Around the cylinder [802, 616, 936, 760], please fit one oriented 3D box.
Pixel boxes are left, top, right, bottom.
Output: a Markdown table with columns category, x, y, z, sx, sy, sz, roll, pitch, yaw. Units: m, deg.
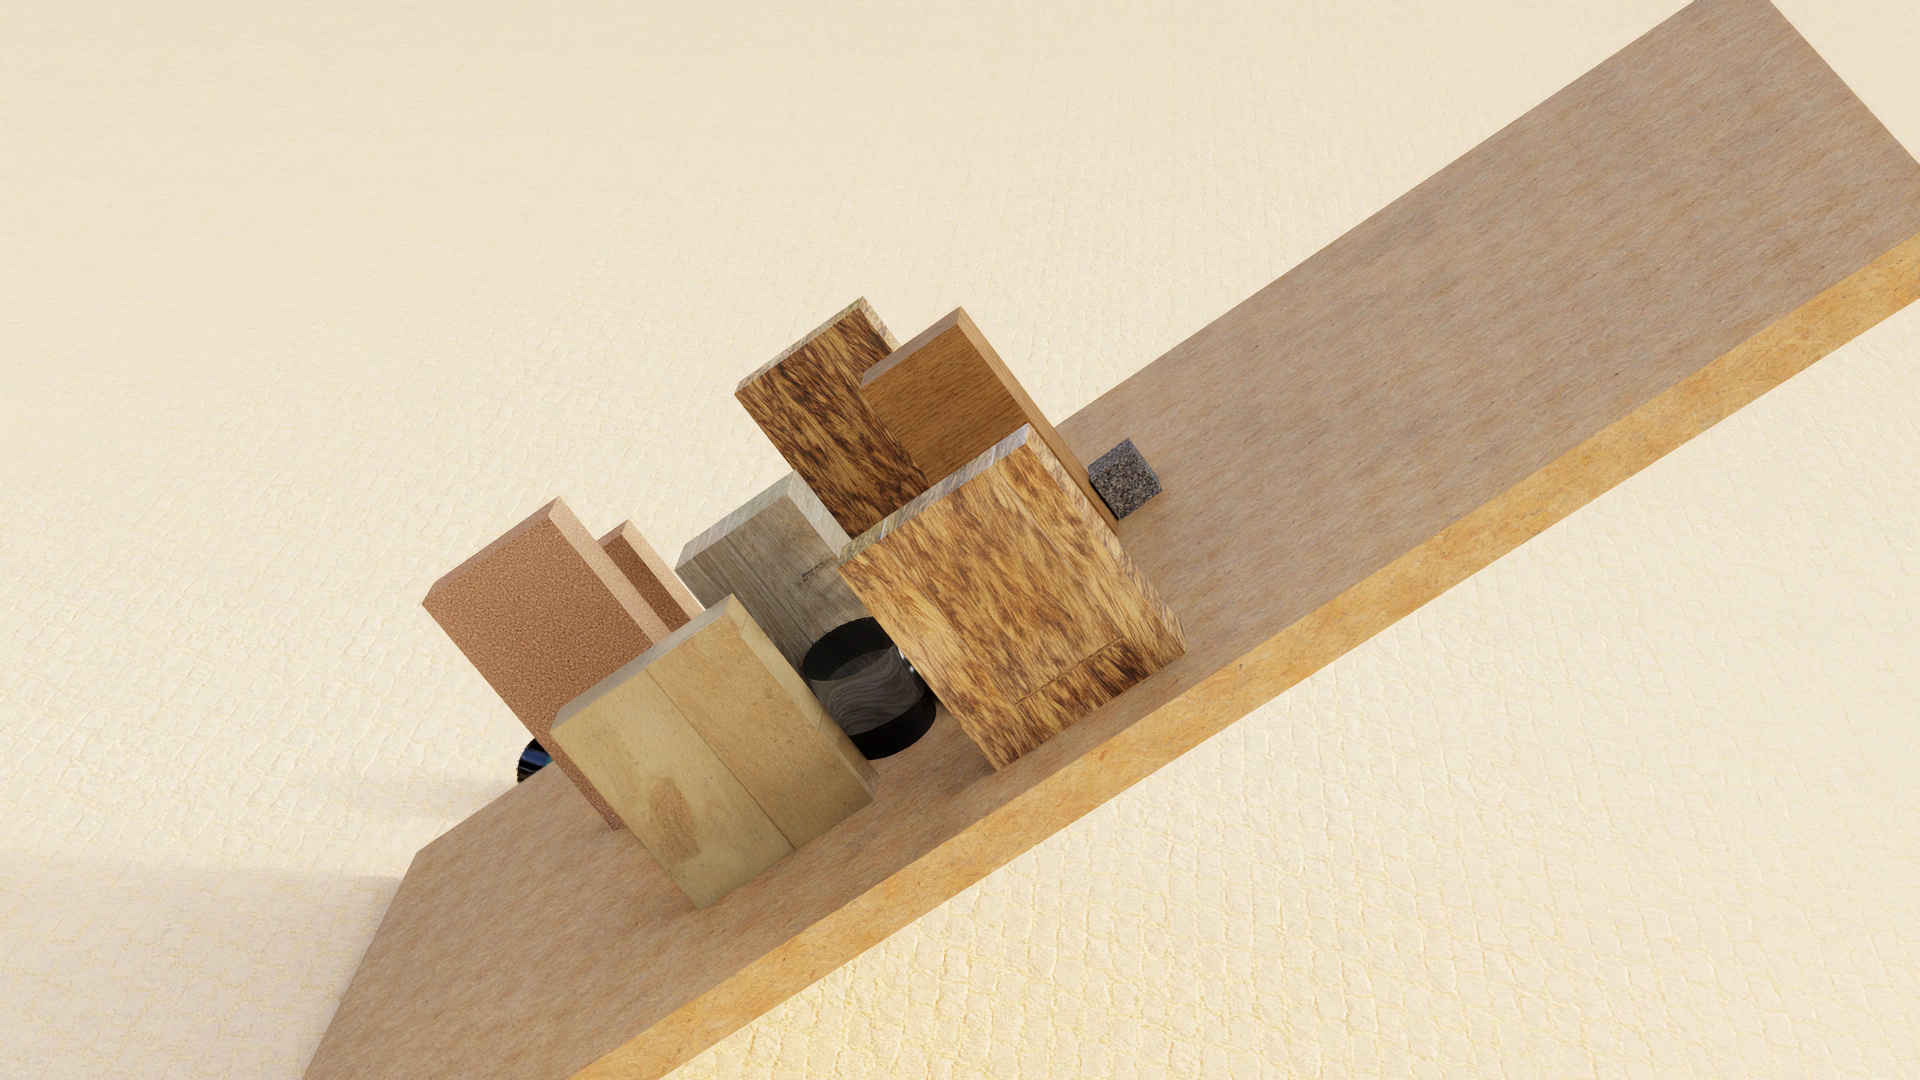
| category | x | y | z | sx | sy | sz | roll | pitch | yaw |
| --- | --- | --- | --- | --- | --- | --- | --- | --- | --- |
| cylinder | -0.182 | 0.300 | 5.942 | 0.207 | 0.207 | 0.207 | -19 | 29 | 11 |

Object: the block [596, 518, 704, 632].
| category | x | y | z | sx | sy | sz | roll | pitch | yaw |
| --- | --- | --- | --- | --- | --- | --- | --- | --- | --- |
| block | -0.823 | 0.212 | 7.345 | 0.312 | 0.431 | 0.104 | -33 | 16 | 16 |

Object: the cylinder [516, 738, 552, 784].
| category | x | y | z | sx | sy | sz | roll | pitch | yaw |
| --- | --- | --- | --- | --- | --- | --- | --- | --- | --- |
| cylinder | -1.092 | 0.652 | 8.153 | 0.193 | 0.193 | 0.193 | 15 | 26 | 32 |

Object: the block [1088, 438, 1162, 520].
| category | x | y | z | sx | sy | sz | roll | pitch | yaw |
| --- | --- | --- | --- | --- | --- | --- | --- | --- | --- |
| block | 0.353 | -0.132 | 6.311 | 0.109 | 0.109 | 0.109 | -35 | 16 | 9 |

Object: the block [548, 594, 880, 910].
| category | x | y | z | sx | sy | sz | roll | pitch | yaw |
| --- | --- | --- | --- | --- | --- | --- | --- | --- | --- |
| block | -0.488 | 0.428 | 5.875 | 0.445 | 0.486 | 0.112 | -33 | 16 | 16 |

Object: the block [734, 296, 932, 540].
| category | x | y | z | sx | sy | sz | roll | pitch | yaw |
| --- | --- | --- | --- | --- | --- | --- | --- | --- | --- |
| block | -0.171 | -0.191 | 6.649 | 0.353 | 0.641 | 0.088 | -33 | 16 | 16 |

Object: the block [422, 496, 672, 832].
| category | x | y | z | sx | sy | sz | roll | pitch | yaw |
| --- | --- | --- | --- | --- | --- | --- | --- | --- | --- |
| block | -0.849 | 0.286 | 6.694 | 0.372 | 0.695 | 0.124 | -33 | 16 | 16 |

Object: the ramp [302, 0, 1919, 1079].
| category | x | y | z | sx | sy | sz | roll | pitch | yaw |
| --- | --- | --- | --- | --- | --- | --- | --- | --- | --- |
| ramp | 0.132 | 0.177 | 6.315 | 4.000 | 0.100 | 2.000 | -33 | 16 | 16 |

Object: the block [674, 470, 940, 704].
| category | x | y | z | sx | sy | sz | roll | pitch | yaw |
| --- | --- | --- | --- | --- | --- | --- | --- | --- | --- |
| block | -0.301 | 0.165 | 6.101 | 0.294 | 0.544 | 0.142 | -33 | 16 | 16 |

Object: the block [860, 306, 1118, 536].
| category | x | y | z | sx | sy | sz | roll | pitch | yaw |
| --- | --- | --- | --- | --- | --- | --- | --- | --- | --- |
| block | 0.065 | -0.185 | 6.232 | 0.254 | 0.573 | 0.124 | -33 | 16 | 16 |

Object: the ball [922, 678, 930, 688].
| category | x | y | z | sx | sy | sz | roll | pitch | yaw |
| --- | --- | --- | --- | --- | --- | --- | --- | --- | --- |
| ball | -0.019 | 0.240 | 5.999 | 0.149 | 0.149 | 0.149 | 0 | 22 | 0 |

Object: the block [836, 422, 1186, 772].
| category | x | y | z | sx | sy | sz | roll | pitch | yaw |
| --- | --- | --- | --- | --- | --- | --- | --- | --- | --- |
| block | 0.098 | 0.110 | 5.448 | 0.430 | 0.502 | 0.110 | -33 | 16 | 16 |
